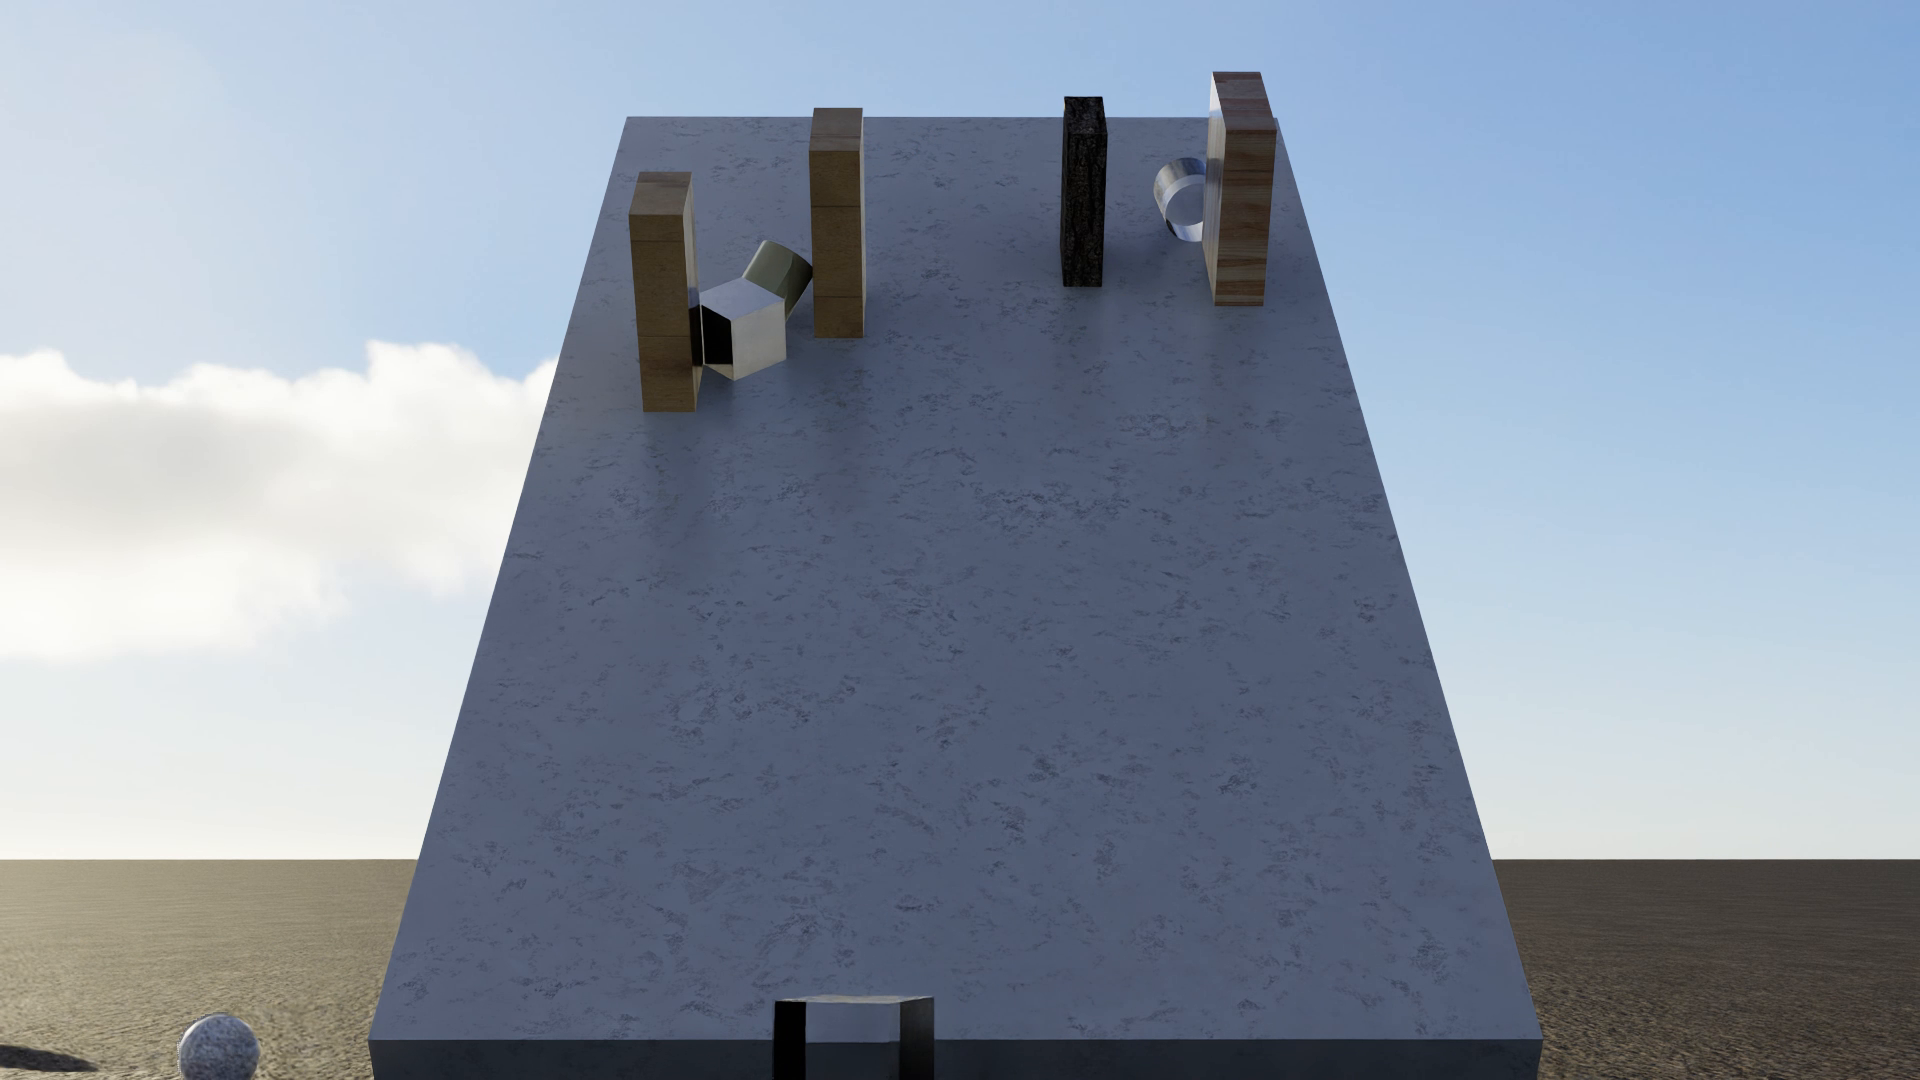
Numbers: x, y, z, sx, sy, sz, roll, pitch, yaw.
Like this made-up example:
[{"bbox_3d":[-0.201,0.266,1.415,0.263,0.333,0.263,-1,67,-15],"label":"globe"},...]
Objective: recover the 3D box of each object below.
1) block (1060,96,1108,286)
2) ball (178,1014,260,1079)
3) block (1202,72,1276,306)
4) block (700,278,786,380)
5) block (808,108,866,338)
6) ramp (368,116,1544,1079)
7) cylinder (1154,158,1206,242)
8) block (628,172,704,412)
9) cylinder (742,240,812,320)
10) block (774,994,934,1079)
[{"bbox_3d":[0.329,-0.931,6.558,0.103,0.438,0.254,0,33,0],"label":"block"},{"bbox_3d":[-1.210,0.841,4.007,0.129,0.129,0.129,0,-7,0],"label":"ball"},{"bbox_3d":[0.736,-0.933,6.509,0.129,0.498,0.393,0,33,0],"label":"block"},{"bbox_3d":[-0.559,-0.532,6.177,0.170,0.170,0.170,-27,41,-35],"label":"block"},{"bbox_3d":[-0.311,-0.812,6.292,0.125,0.520,0.273,0,33,0],"label":"block"},{"bbox_3d":[-0.015,-0.184,5.885,2.000,0.100,4.000,0,33,0],"label":"ramp"},{"bbox_3d":[0.641,-0.949,6.832,0.176,0.176,0.176,1,32,-9],"label":"cylinder"},{"bbox_3d":[-0.709,-0.600,5.950,0.126,0.527,0.243,0,33,0],"label":"block"},{"bbox_3d":[-0.481,-0.663,6.334,0.158,0.158,0.158,28,-11,6],"label":"cylinder"},{"bbox_3d":[-0.154,0.763,3.596,0.179,0.179,0.179,-3,-8,20],"label":"block"}]
